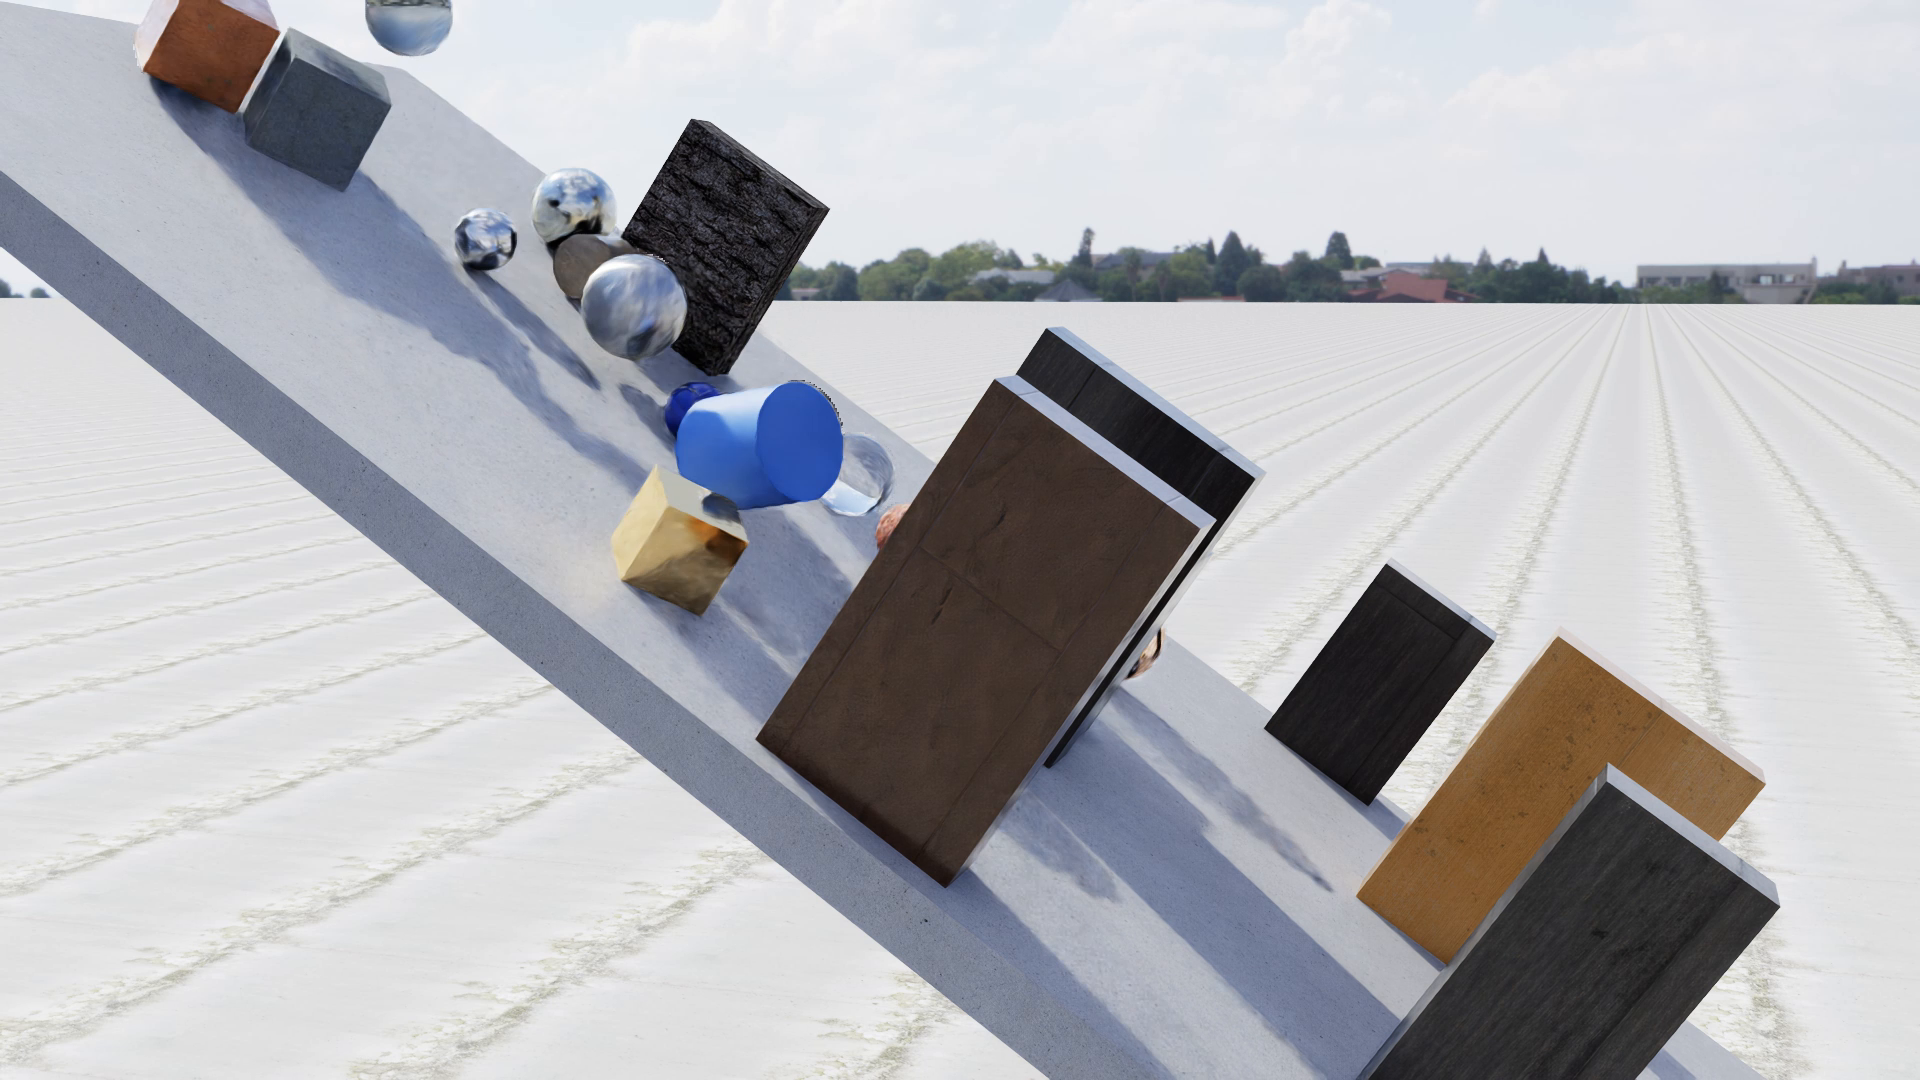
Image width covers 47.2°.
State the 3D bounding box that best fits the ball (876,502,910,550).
[{"bbox_3d":[-0.092,-0.007,3.981,0.121,0.121,0.121,0,7,0],"label":"ball"}]

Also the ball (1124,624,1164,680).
[{"bbox_3d":[0.313,0.187,4.378,0.187,0.187,0.187,0,7,0],"label":"ball"}]

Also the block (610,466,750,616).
[{"bbox_3d":[-0.444,0.001,3.470,0.146,0.146,0.146,26,17,-26],"label":"block"}]

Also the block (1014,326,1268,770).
[{"bbox_3d":[0.166,0.012,3.788,0.433,0.618,0.117,37,15,10],"label":"block"}]

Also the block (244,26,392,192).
[{"bbox_3d":[-1.247,-0.834,4.262,0.199,0.199,0.199,25,18,-30],"label":"block"}]

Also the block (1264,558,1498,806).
[{"bbox_3d":[0.903,0.304,4.732,0.277,0.450,0.104,37,15,10],"label":"block"}]

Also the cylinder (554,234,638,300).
[{"bbox_3d":[-0.753,-0.566,4.569,0.135,0.135,0.135,2,6,16],"label":"cylinder"}]

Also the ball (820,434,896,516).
[{"bbox_3d":[-0.208,-0.126,4.310,0.162,0.162,0.162,0,7,0],"label":"ball"}]

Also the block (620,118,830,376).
[{"bbox_3d":[-0.529,-0.616,4.645,0.329,0.423,0.099,37,15,10],"label":"block"}]

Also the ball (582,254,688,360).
[{"bbox_3d":[-0.629,-0.450,4.251,0.204,0.204,0.204,0,7,0],"label":"ball"}]

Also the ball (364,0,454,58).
[{"bbox_3d":[-1.059,-1.014,4.231,0.168,0.168,0.168,0,7,0],"label":"ball"}]

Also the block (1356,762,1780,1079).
[{"bbox_3d":[0.873,0.669,3.216,0.287,0.631,0.125,37,15,10],"label":"block"}]

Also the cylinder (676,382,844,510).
[{"bbox_3d":[-0.352,-0.161,3.870,0.208,0.208,0.208,-6,1,42],"label":"cylinder"}]

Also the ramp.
[{"bbox_3d":[-0.104,0.181,4.088,4.000,0.100,2.000,37,15,10],"label":"ramp"}]

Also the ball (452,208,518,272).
[{"bbox_3d":[-0.930,-0.588,4.306,0.124,0.124,0.124,0,7,0],"label":"ball"}]

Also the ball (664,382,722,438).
[{"bbox_3d":[-0.494,-0.237,4.136,0.122,0.122,0.122,0,7,0],"label":"ball"}]

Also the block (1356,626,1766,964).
[{"bbox_3d":[1.107,0.546,4.084,0.443,0.624,0.124,37,15,10],"label":"block"}]

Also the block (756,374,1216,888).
[{"bbox_3d":[0.030,0.130,3.117,0.350,0.636,0.116,37,15,10],"label":"block"}]

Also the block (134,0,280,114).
[{"bbox_3d":[-1.438,-0.964,4.198,0.185,0.185,0.185,24,18,-35],"label":"block"}]

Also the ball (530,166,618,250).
[{"bbox_3d":[-0.836,-0.714,4.764,0.186,0.186,0.186,0,7,0],"label":"ball"}]

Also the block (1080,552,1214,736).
[{"bbox_3d":[0.159,0.061,4.022,0.445,0.410,0.091,37,15,10],"label":"block"}]
